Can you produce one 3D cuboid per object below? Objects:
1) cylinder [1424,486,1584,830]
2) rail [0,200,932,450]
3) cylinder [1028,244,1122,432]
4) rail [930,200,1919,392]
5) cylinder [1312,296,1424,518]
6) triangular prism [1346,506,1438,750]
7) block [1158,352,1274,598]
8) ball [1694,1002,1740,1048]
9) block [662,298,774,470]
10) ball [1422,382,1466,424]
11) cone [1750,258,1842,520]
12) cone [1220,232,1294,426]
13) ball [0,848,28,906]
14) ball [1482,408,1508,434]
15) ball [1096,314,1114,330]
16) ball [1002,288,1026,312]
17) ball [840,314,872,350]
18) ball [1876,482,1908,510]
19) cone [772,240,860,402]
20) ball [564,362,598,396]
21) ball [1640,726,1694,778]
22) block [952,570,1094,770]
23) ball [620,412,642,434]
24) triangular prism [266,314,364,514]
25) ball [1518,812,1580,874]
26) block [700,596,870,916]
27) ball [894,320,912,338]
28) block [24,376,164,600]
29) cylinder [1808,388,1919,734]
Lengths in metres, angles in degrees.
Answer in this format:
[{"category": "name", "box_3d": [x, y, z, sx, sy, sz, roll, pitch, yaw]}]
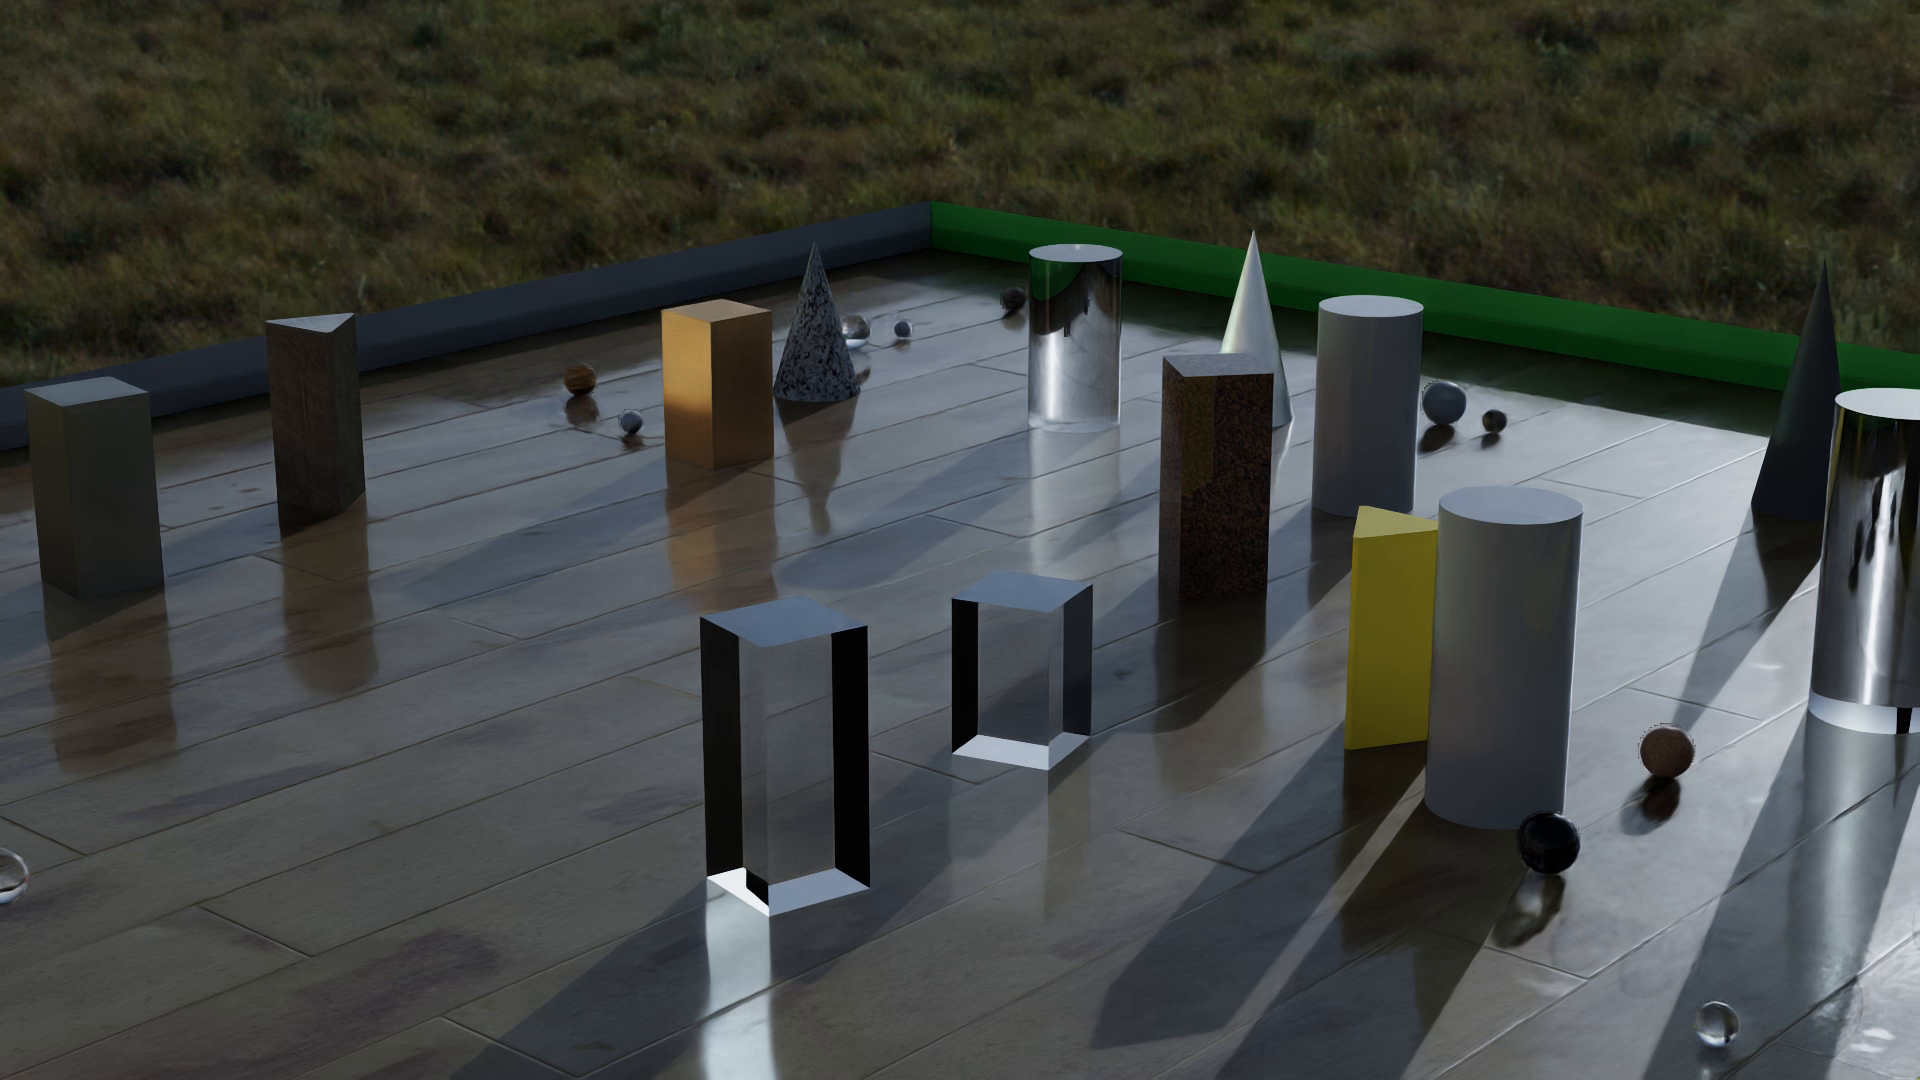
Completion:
[{"category": "cylinder", "box_3d": [0.765, 0.164, 4.135, 0.198, 0.446, 0.198, 0, 17, 0]}, {"category": "rail", "box_3d": [-1.594, -0.367, 6.445, 0.045, 0.129, 4.660, 14, 22, 39]}, {"category": "cylinder", "box_3d": [0.245, -0.431, 6.248, 0.198, 0.367, 0.198, 0, 17, 0]}, {"category": "rail", "box_3d": [1.512, -0.470, 6.787, 4.268, 0.129, 0.045, 14, 22, 39]}, {"category": "cylinder", "box_3d": [0.782, -0.258, 5.631, 0.198, 0.391, 0.198, 0, 17, 0]}, {"category": "triangular prism", "box_3d": [0.639, 0.127, 4.456, 0.171, 0.332, 0.149, -6, 18, -18]}, {"category": "block", "box_3d": [0.447, -0.115, 5.150, 0.158, 0.396, 0.158, -3, 17, -9]}, {"category": "ball", "box_3d": [0.894, 0.572, 3.462, 0.053, 0.053, 0.053, 0, 17, 0]}, {"category": "block", "box_3d": [-0.494, -0.319, 5.983, 0.158, 0.306, 0.158, -15, 23, -41]}, {"category": "ball", "box_3d": [1.035, -0.292, 6.263, 0.093, 0.093, 0.093, 0, 17, 0]}, {"category": "cone", "box_3d": [1.631, -0.299, 5.598, 0.198, 0.489, 0.198, 0, 17, 0]}, {"category": "cone", "box_3d": [0.623, -0.464, 6.281, 0.198, 0.412, 0.198, 0, 17, 0]}, {"category": "ball", "box_3d": [-1.264, 0.443, 3.854, 0.075, 0.075, 0.075, 0, 17, 0]}, {"category": "ball", "box_3d": [1.130, -0.252, 6.197, 0.052, 0.052, 0.052, 0, 17, 0]}, {"category": "ball", "box_3d": [0.354, -0.530, 7.141, 0.042, 0.042, 0.042, 0, 17, 0]}, {"category": "ball", "box_3d": [0.136, -0.604, 7.354, 0.059, 0.059, 0.059, 0, 17, 0]}, {"category": "ball", "box_3d": [-0.250, -0.493, 6.949, 0.081, 0.081, 0.081, 0, 17, 0]}, {"category": "ball", "box_3d": [1.791, -0.084, 5.636, 0.056, 0.056, 0.056, 0, 17, 0]}, {"category": "cone", "box_3d": [-0.320, -0.498, 6.508, 0.198, 0.345, 0.198, 0, 17, 0]}, {"category": "ball", "box_3d": [-0.843, -0.358, 6.511, 0.075, 0.075, 0.075, 0, 17, 0]}, {"category": "ball", "box_3d": [1.035, 0.310, 4.292, 0.076, 0.076, 0.076, 0, 17, 0]}, {"category": "block", "box_3d": [0.094, 0.192, 4.391, 0.158, 0.244, 0.158, 8, 19, 25]}, {"category": "ball", "box_3d": [-0.694, -0.249, 6.199, 0.047, 0.047, 0.047, 0, 17, 0]}, {"category": "triangular prism", "box_3d": [-1.218, -0.253, 5.676, 0.171, 0.355, 0.149, 11, 20, 33]}, {"category": "ball", "box_3d": [0.795, 0.409, 3.953, 0.083, 0.083, 0.083, 0, 17, 0]}, {"category": "block", "box_3d": [-0.231, 0.282, 3.876, 0.158, 0.370, 0.158, -12, 20, -34]}, {"category": "ball", "box_3d": [-0.138, -0.508, 7.065, 0.042, 0.042, 0.042, 0, 17, 0]}, {"category": "block", "box_3d": [-1.523, -0.093, 5.159, 0.158, 0.348, 0.158, -14, 22, -38]}, {"category": "cylinder", "box_3d": [1.423, 0.031, 4.495, 0.198, 0.494, 0.198, 0, 17, 0]}]
